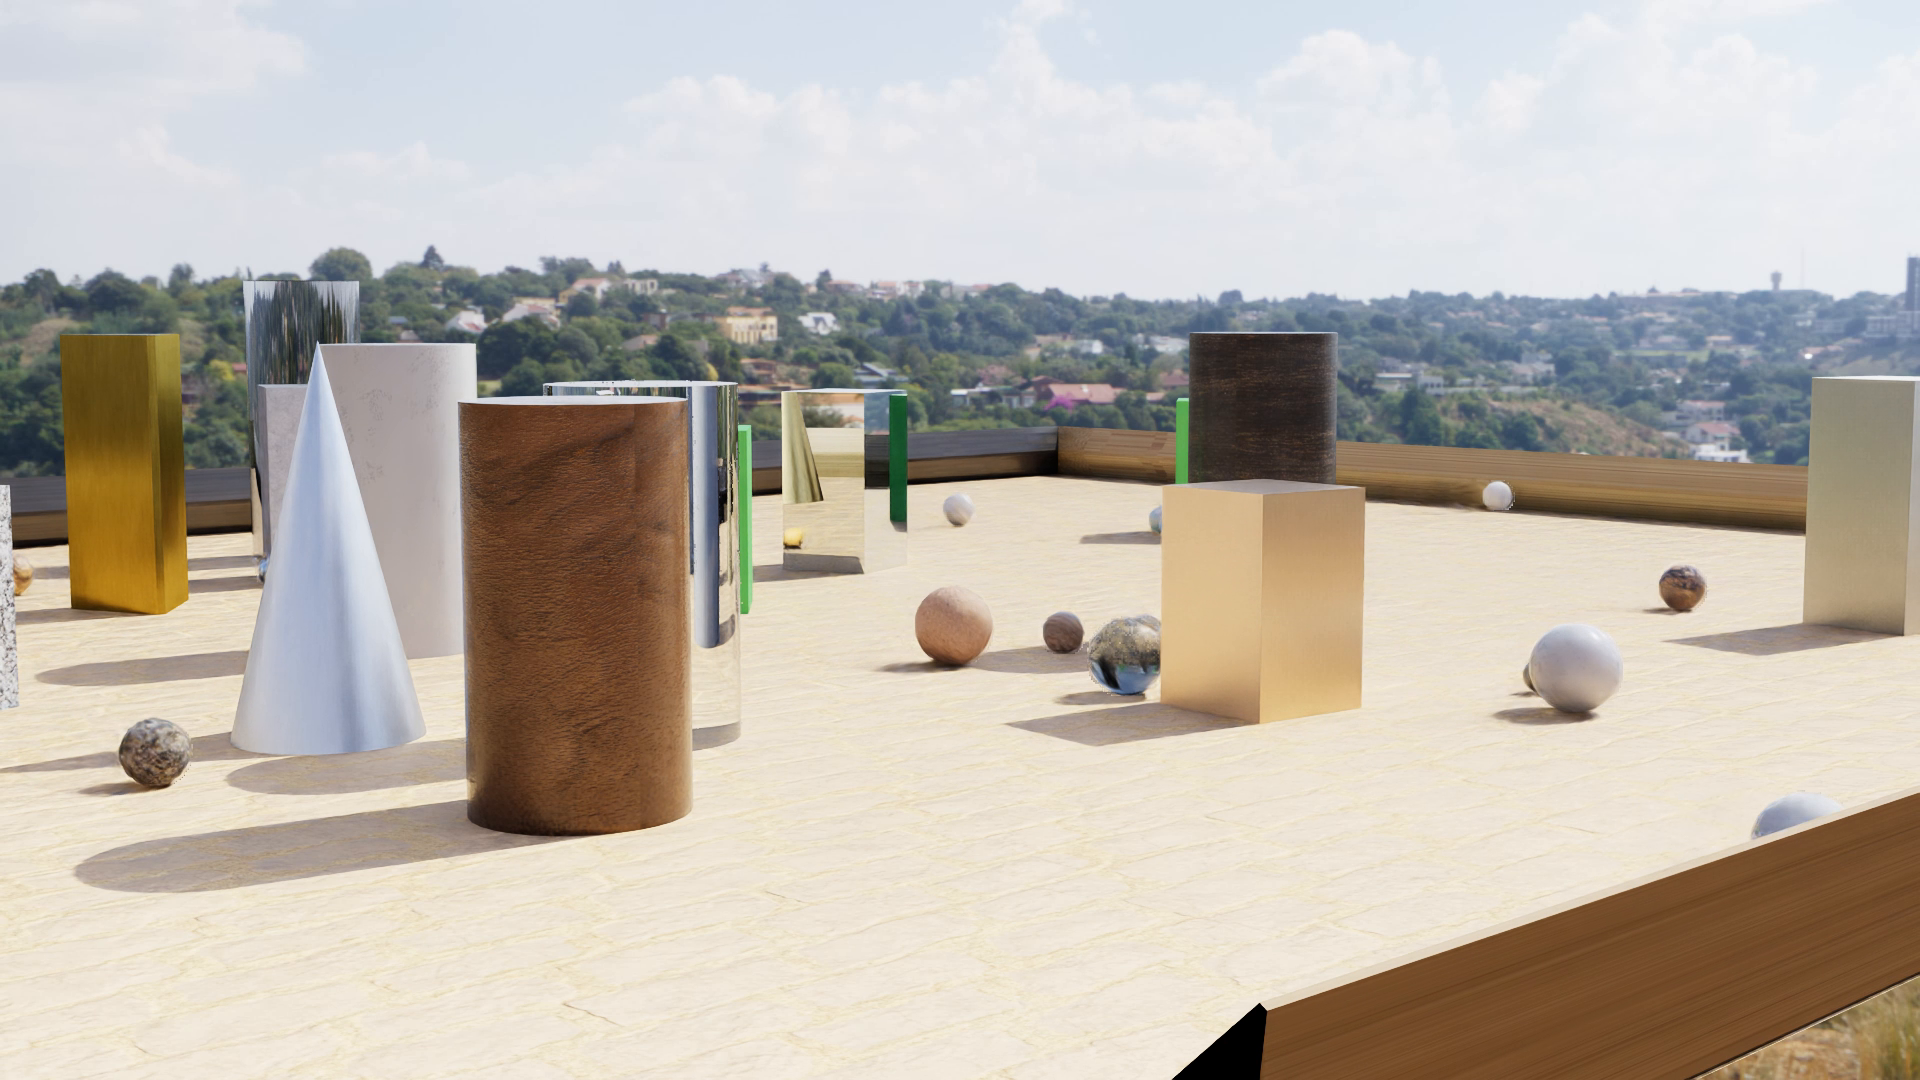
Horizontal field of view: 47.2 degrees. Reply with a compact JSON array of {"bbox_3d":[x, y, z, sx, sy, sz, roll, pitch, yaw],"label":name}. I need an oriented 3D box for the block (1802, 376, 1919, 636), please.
[{"bbox_3d":[1.317,-0.053,3.110,0.160,0.351,0.160,-4,7,-34],"label":"block"}]

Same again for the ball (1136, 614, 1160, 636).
[{"bbox_3d":[0.244,0.122,2.886,0.049,0.049,0.049,0,6,0],"label":"ball"}]

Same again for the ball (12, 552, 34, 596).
[{"bbox_3d":[-1.489,0.054,3.448,0.067,0.067,0.067,0,6,0],"label":"ball"}]

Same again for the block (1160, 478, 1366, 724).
[{"bbox_3d":[0.340,0.064,2.476,0.160,0.249,0.160,-4,7,-37],"label":"block"}]

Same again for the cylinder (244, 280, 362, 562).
[{"bbox_3d":[-1.180,-0.216,3.967,0.199,0.498,0.199,0,6,0],"label":"cylinder"}]

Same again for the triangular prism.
[{"bbox_3d":[-1.226,-0.105,3.317,0.173,0.410,0.150,2,6,22],"label":"triangular prism"}]

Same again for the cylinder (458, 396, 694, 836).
[{"bbox_3d":[-0.339,0.059,1.950,0.199,0.367,0.199,0,6,0],"label":"cylinder"}]

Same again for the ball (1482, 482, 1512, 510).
[{"bbox_3d":[1.201,-0.098,4.915,0.066,0.066,0.066,0,6,0],"label":"ball"}]

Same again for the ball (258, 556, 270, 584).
[{"bbox_3d":[-1.107,0.051,3.551,0.051,0.051,0.051,0,6,0],"label":"ball"}]

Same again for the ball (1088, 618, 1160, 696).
[{"bbox_3d":[0.194,0.136,2.554,0.090,0.090,0.090,0,6,0],"label":"ball"}]

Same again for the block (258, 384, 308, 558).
[{"bbox_3d":[-1.075,-0.096,3.664,0.160,0.321,0.160,-2,6,-22],"label":"block"}]

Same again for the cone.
[{"bbox_3d":[-0.663,0.000,2.292,0.199,0.414,0.199,0,6,0],"label":"cone"}]

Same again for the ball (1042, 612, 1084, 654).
[{"bbox_3d":[0.135,0.121,2.869,0.055,0.055,0.055,0,6,0],"label":"ball"}]

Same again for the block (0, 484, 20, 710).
[{"bbox_3d":[-1.166,0.068,2.426,0.160,0.251,0.160,2,6,20],"label":"block"}]

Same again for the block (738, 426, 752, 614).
[{"bbox_3d":[-0.396,-0.033,3.306,0.160,0.270,0.160,0,6,-3],"label":"block"}]

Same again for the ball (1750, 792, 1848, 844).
[{"bbox_3d":[0.643,0.232,1.671,0.081,0.081,0.081,0,6,0],"label":"ball"}]

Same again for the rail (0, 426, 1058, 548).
[{"bbox_3d":[-1.213,-0.102,4.640,4.077,0.130,0.045,-5,8,-42],"label":"rail"}]

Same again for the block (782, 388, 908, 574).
[{"bbox_3d":[-0.199,-0.105,3.820,0.160,0.307,0.160,3,7,25],"label":"block"}]

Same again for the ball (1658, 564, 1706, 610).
[{"bbox_3d":[1.079,0.070,3.286,0.068,0.068,0.068,0,6,0],"label":"ball"}]

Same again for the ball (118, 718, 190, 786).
[{"bbox_3d":[-0.758,0.199,2.070,0.064,0.064,0.064,0,6,0],"label":"ball"}]

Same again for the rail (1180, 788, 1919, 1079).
[{"bbox_3d":[1.213,0.170,2.024,4.077,0.130,0.045,-5,8,-42],"label":"rail"}]

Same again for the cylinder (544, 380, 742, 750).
[{"bbox_3d":[-0.330,0.022,2.293,0.199,0.370,0.199,0,6,0],"label":"cylinder"}]

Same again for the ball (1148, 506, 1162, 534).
[{"bbox_3d":[0.406,-0.041,4.417,0.055,0.055,0.055,0,6,0],"label":"ball"}]

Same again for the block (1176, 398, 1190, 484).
[{"bbox_3d":[0.515,-0.147,4.414,0.160,0.268,0.160,1,6,7],"label":"block"}]

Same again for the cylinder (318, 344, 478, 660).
[{"bbox_3d":[-0.735,-0.057,2.897,0.199,0.401,0.199,0,6,0],"label":"cylinder"}]

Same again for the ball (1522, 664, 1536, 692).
[{"bbox_3d":[0.680,0.158,2.574,0.041,0.041,0.041,0,6,0],"label":"ball"}]

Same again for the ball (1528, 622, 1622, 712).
[{"bbox_3d":[0.684,0.142,2.447,0.100,0.100,0.100,0,6,0],"label":"ball"}]

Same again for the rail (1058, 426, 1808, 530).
[{"bbox_3d":[1.481,-0.108,4.691,0.045,0.130,3.626,-5,8,-42],"label":"rail"}]

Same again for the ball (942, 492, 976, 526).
[{"bbox_3d":[-0.002,-0.064,4.577,0.068,0.068,0.068,0,6,0],"label":"ball"}]

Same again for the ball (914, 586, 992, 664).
[{"bbox_3d":[-0.008,0.108,2.776,0.100,0.100,0.100,0,6,0],"label":"ball"}]

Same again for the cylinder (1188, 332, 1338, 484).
[{"bbox_3d":[0.410,-0.074,2.994,0.199,0.415,0.199,0,6,0],"label":"cylinder"}]
